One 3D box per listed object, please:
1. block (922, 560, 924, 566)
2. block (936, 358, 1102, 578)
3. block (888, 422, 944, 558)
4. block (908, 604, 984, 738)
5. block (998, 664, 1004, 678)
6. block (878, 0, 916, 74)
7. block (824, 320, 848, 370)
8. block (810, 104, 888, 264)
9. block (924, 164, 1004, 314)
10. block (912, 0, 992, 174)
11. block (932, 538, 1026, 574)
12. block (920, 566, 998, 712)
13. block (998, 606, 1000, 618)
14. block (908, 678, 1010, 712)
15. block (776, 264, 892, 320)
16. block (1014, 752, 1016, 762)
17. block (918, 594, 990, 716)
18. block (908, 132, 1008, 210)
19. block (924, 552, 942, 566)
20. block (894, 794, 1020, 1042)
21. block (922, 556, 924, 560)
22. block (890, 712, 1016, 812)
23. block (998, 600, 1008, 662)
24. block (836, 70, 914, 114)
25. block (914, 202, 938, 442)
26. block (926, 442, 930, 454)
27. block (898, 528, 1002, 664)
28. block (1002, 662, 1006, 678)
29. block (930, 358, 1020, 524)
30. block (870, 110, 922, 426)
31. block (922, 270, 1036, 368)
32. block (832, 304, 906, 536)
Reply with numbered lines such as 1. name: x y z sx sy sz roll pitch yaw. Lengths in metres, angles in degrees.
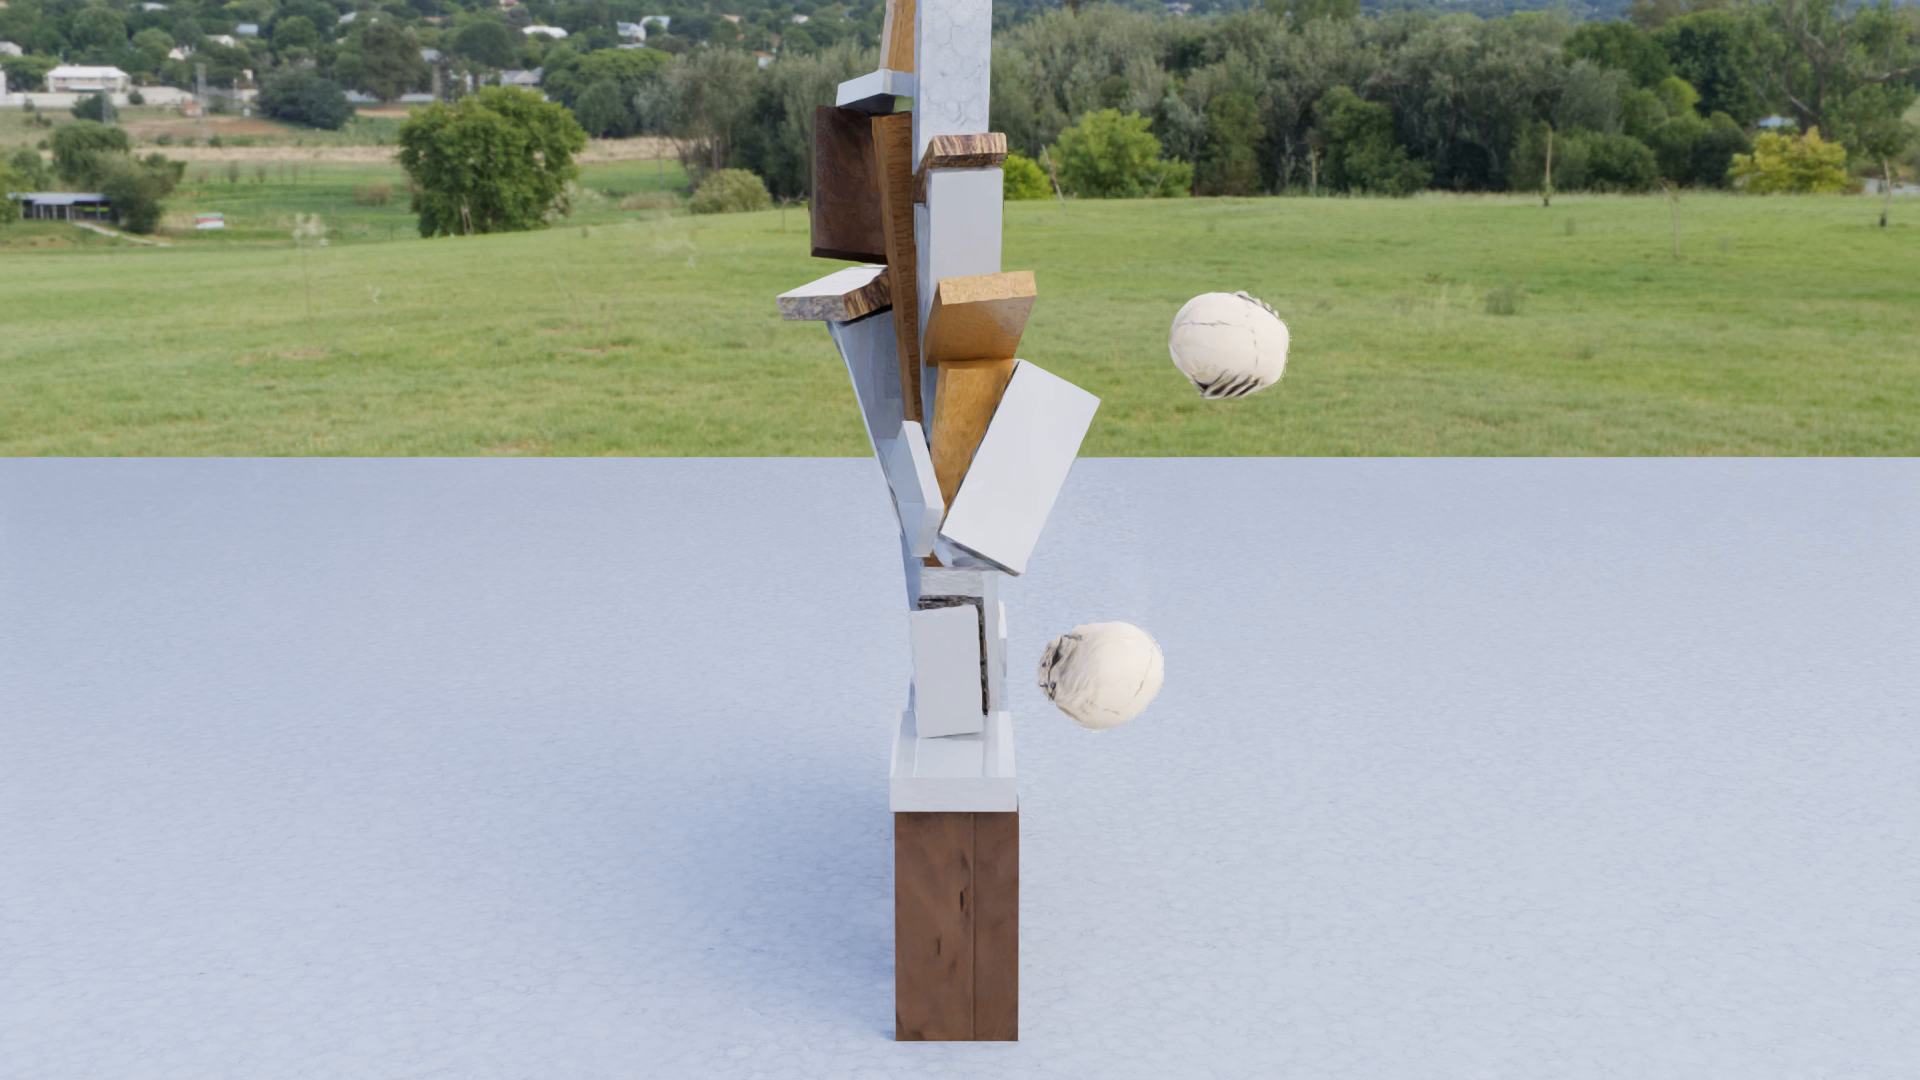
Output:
1. block: -0.008 0.128 3.604 0.099 0.199 0.028 -2 -2 5
2. block: 0.089 -0.110 3.337 0.138 0.301 0.039 26 -13 -6
3. block: -0.064 -0.075 3.196 0.027 0.095 0.189 2 42 -18
4. block: -0.019 0.189 3.145 0.095 0.189 0.027 -6 23 -8
5. block: 0.004 0.258 3.785 0.143 0.040 0.285 0 11 0
6. block: -0.058 -0.834 3.450 0.111 0.222 0.031 4 8 -28
7. block: -0.109 -0.291 3.755 0.147 0.294 0.042 -18 35 9
8. block: -0.177 -0.581 3.599 0.128 0.256 0.036 5 -18 -16
9. block: 0.005 -0.445 3.269 0.108 0.216 0.031 -5 25 -13
10. block: -0.012 -0.732 3.327 0.111 0.354 0.031 -3 14 -20
11. block: 0.016 0.001 3.500 0.118 0.033 0.236 -4 20 -14
12. block: -0.001 0.159 3.351 0.118 0.236 0.033 0 11 0
13. block: -0.020 0.003 3.987 0.147 0.293 0.042 -8 9 2
14. block: -0.002 0.279 3.477 0.159 0.045 0.319 0 11 0
15. block: -0.180 -0.405 3.592 0.147 0.042 0.294 -25 15 -21
16. block: -0.004 0.486 3.290 0.171 0.343 0.049 0 11 0
17. block: -0.009 0.171 3.260 0.095 0.189 0.027 1 27 9
18. block: -0.006 -0.552 3.301 0.108 0.031 0.216 -5 -12 -12
19. block: 0.000 0.123 3.545 0.118 0.236 0.033 0 -7 -2
20. block: -0.004 0.528 3.066 0.171 0.343 0.049 0 10 0
21. block: -0.017 -0.001 3.674 0.099 0.028 0.199 -3 10 -2
22. block: -0.010 0.313 3.147 0.171 0.049 0.343 0 11 0
23. block: 0.005 0.168 4.080 0.159 0.045 0.318 0 11 0
24. block: -0.099 -0.710 3.503 0.128 0.036 0.256 4 4 -20
25. block: -0.009 -0.339 3.423 0.108 0.375 0.031 -6 21 -10
26. block: -0.020 -0.094 3.608 0.068 0.178 0.019 -3 21 -3
27. block: -0.021 0.058 3.805 0.147 0.330 0.042 -8 9 -2
28. block: 0.004 0.365 4.009 0.159 0.318 0.045 0 11 0
29. block: 0.025 -0.147 3.442 0.138 0.275 0.039 -3 26 -20
30. block: -0.047 -0.423 3.465 0.128 0.501 0.036 -15 18 -27
31. block: 0.026 -0.328 3.281 0.138 0.039 0.275 -7 -14 -8
32. block: -0.081 -0.205 3.607 0.147 0.401 0.042 -21 32 -7
